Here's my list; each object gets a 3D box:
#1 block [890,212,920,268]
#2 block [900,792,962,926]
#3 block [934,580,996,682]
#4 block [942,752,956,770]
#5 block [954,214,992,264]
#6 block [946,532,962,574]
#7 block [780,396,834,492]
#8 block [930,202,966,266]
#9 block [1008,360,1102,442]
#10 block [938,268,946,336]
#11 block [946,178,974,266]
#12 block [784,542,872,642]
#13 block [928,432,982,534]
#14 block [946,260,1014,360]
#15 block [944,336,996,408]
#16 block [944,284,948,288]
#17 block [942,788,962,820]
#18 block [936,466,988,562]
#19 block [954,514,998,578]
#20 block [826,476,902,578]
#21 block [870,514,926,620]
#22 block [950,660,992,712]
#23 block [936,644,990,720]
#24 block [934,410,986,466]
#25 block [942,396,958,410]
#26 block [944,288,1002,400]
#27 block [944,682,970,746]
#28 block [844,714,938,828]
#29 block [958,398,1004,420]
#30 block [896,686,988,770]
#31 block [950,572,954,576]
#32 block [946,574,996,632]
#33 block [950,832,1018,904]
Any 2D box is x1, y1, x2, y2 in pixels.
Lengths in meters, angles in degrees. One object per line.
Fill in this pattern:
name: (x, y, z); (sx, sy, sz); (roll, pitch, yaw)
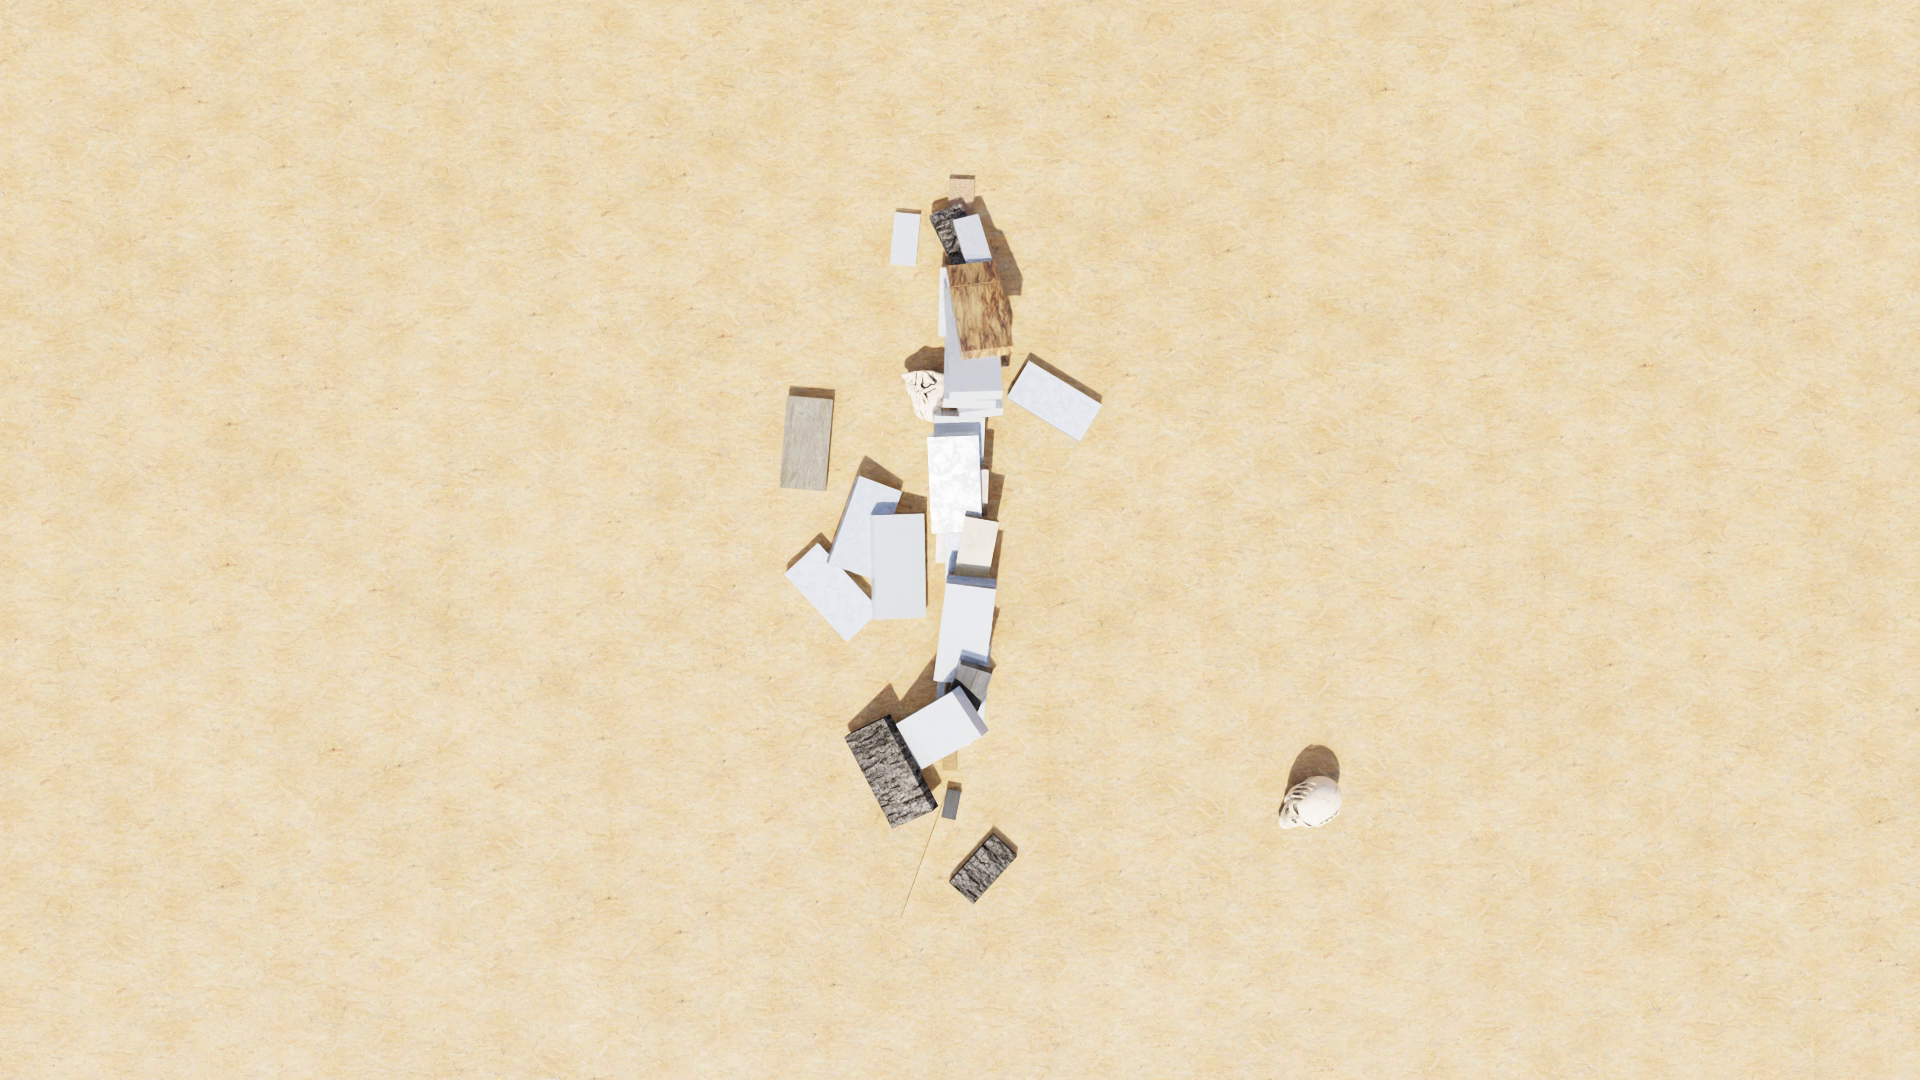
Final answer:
block: (-0.182, -0.999, 5.488); (0.086, 0.024, 0.171); (6, 90, 0)
block: (-0.096, 1.054, 5.493); (0.049, 0.014, 0.467); (20, 90, 0)
block: (0.015, 0.303, 5.335); (0.162, 0.046, 0.324); (7, 100, -1)
block: (-0.035, 0.717, 5.493); (0.049, 0.014, 0.097); (-1, 90, 0)
block: (0.041, -0.976, 5.396); (0.086, 0.024, 0.171); (-15, 76, -5)
block: (0.009, 0.073, 5.437); (0.112, 0.032, 0.224); (1, 116, 0)
block: (-0.509, -0.319, 5.478); (0.153, 0.043, 0.305); (5, 90, 0)
block: (-0.003, -0.990, 5.428); (0.112, 0.032, 0.224); (-24, 77, -7)
block: (0.313, -0.460, 5.480); (0.283, 0.040, 0.141); (31, 90, 0)
block: (-0.013, -0.787, 5.456); (0.112, 0.032, 0.224); (1, 101, -1)
block: (-0.003, -0.985, 5.488); (0.086, 0.024, 0.427); (2, 90, 0)
block: (-0.422, 0.174, 5.478); (0.153, 0.043, 0.305); (-43, 90, 0)
block: (-0.016, -0.185, 5.330); (0.164, 0.046, 0.328); (-2, 111, 1)
block: (0.061, -0.740, 5.293); (0.167, 0.047, 0.334); (-7, 64, -6)
block: (0.033, -0.579, 5.322); (0.167, 0.047, 0.334); (2, 61, -1)
block: (0.010, -0.737, 5.434); (0.112, 0.032, 0.224); (-5, 101, 0)
block: (-0.029, 0.878, 5.479); (0.049, 0.014, 0.097); (11, 90, 0)
block: (0.007, -0.084, 5.419); (0.164, 0.046, 0.328); (1, 111, 0)
block: (0.051, 0.035, 5.364); (0.112, 0.032, 0.224); (10, 107, -3)
block: (-0.317, -0.043, 5.450); (0.153, 0.043, 0.305); (20, 87, -17)
block: (-0.204, 0.087, 5.442); (0.171, 0.049, 0.343); (-2, 93, -17)
block: (0.022, 0.495, 5.338); (0.108, 0.031, 0.217); (17, 119, -4)
block: (0.007, 0.486, 5.433); (0.162, 0.046, 0.324); (5, 107, -1)
block: (-0.007, -0.266, 5.397); (0.164, 0.046, 0.328); (2, 120, -1)
block: (0.003, -0.330, 5.410); (0.141, 0.040, 0.283); (4, 120, -2)
block: (0.040, -0.634, 5.292); (0.167, 0.047, 0.401); (-2, 63, -3)
block: (-0.007, 0.562, 5.416); (0.108, 0.031, 0.217); (7, 106, -1)
block: (-0.227, 0.764, 5.440); (0.171, 0.049, 0.343); (-28, 90, 27)
block: (0.046, -0.525, 5.346); (0.141, 0.040, 0.283); (-7, 61, -6)
block: (-0.080, 0.622, 5.373); (0.347, 0.049, 0.171); (-34, 90, 38)
block: (0.012, 0.221, 5.452); (0.112, 0.032, 0.224); (5, 106, -1)
block: (0.022, 0.277, 5.413); (0.162, 0.046, 0.324); (5, 113, -1)
block: (0.077, 1.093, 5.485); (0.108, 0.031, 0.217); (42, 90, 0)
